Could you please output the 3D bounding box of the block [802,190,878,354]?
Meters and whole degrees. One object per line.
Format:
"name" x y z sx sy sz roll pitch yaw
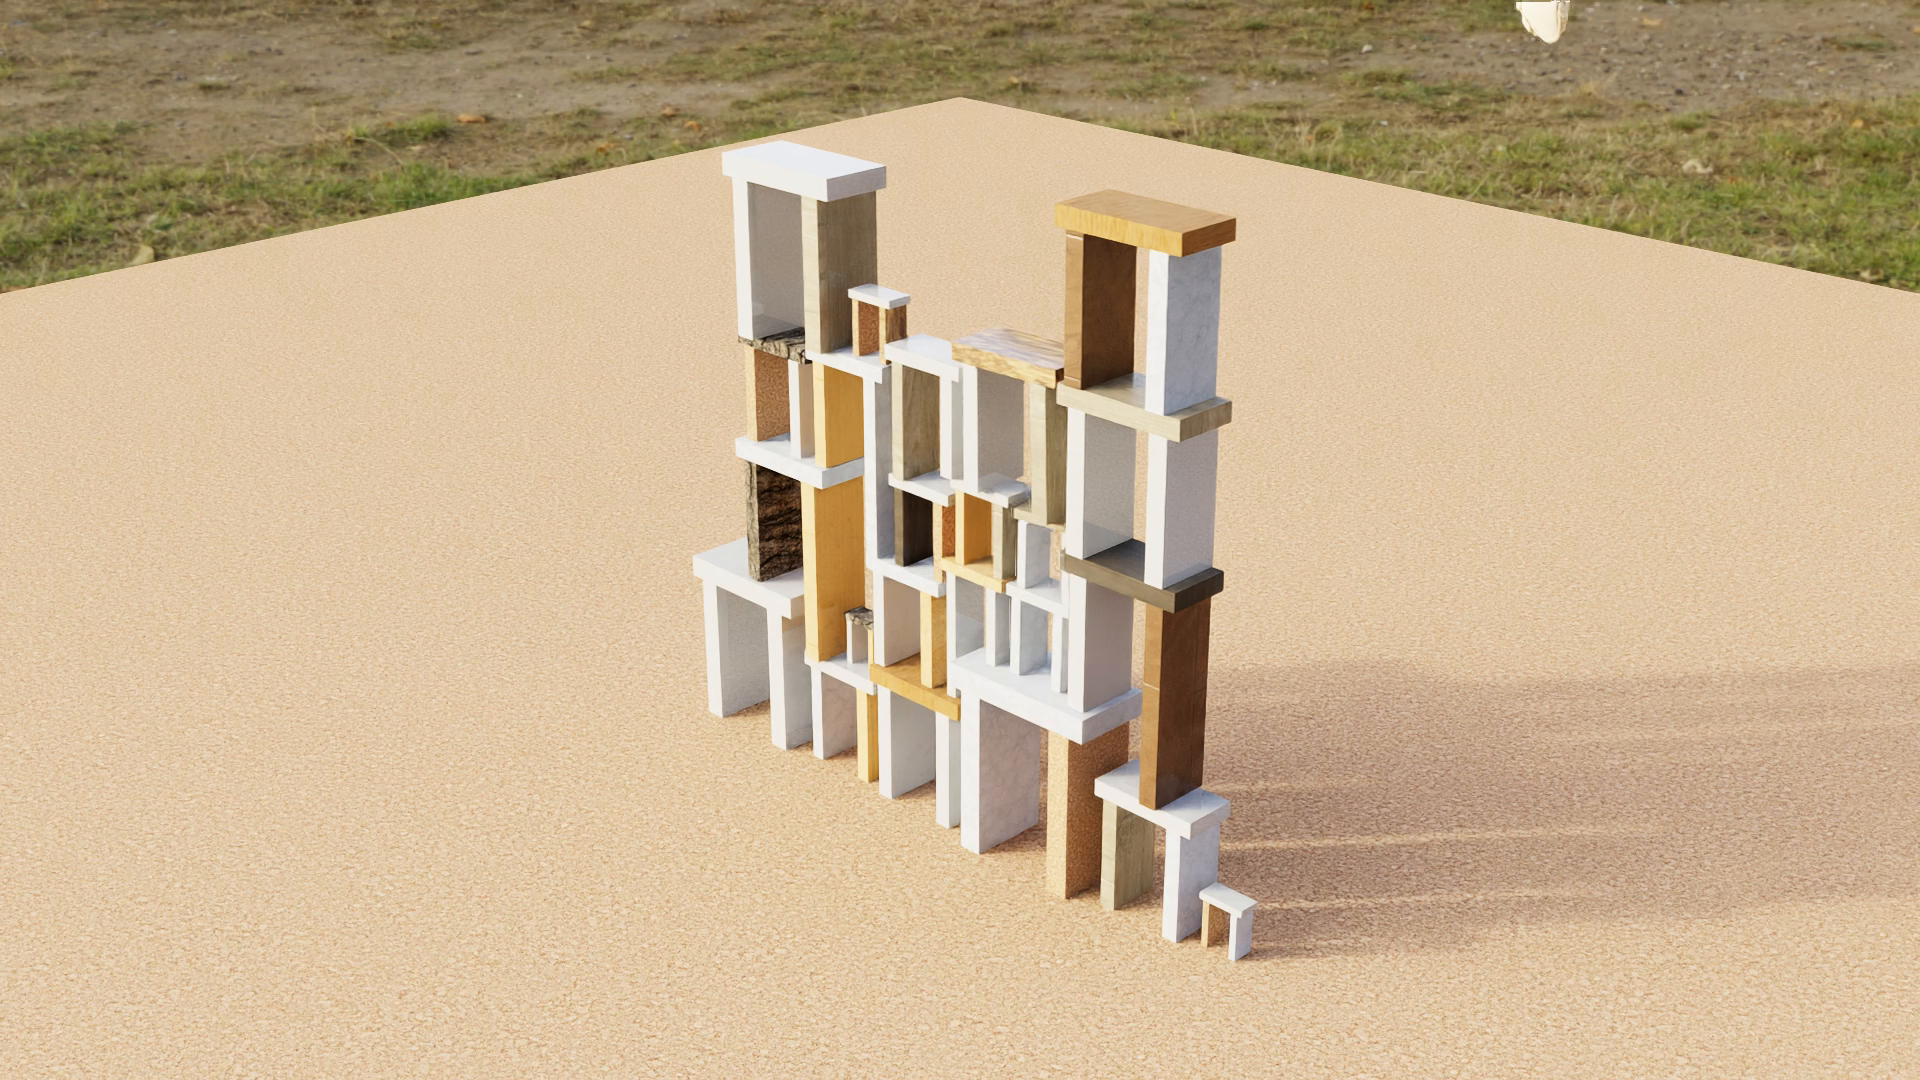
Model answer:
"block" -0.230 -0.526 4.252 0.043 0.306 0.153 21 31 41

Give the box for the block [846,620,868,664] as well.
"block" -0.211 0.203 4.543 0.048 0.096 0.014 -21 31 -41

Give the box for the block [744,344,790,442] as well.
"block" -0.391 -0.312 4.518 0.029 0.203 0.102 21 31 41

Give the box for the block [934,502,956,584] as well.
"block" -0.014 -0.006 4.237 0.023 0.163 0.081 21 31 41

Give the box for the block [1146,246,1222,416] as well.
"block" 0.372 -0.358 3.658 0.139 0.277 0.039 -22 31 -40

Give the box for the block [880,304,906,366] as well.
"block" -0.127 -0.394 4.188 0.057 0.113 0.016 -21 31 -40

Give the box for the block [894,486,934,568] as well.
"block" -0.090 -0.036 4.308 0.081 0.163 0.023 -21 31 -41

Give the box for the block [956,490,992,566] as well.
"block" 0.026 -0.034 4.181 0.021 0.150 0.075 21 31 41

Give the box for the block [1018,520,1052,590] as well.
"block" 0.138 0.016 4.081 0.020 0.138 0.069 23 33 39

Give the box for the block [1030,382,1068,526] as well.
"block" 0.181 -0.170 3.954 0.035 0.264 0.124 18 30 39

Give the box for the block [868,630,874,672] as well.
"block" -0.165 0.221 4.501 0.048 0.096 0.014 -21 31 -41

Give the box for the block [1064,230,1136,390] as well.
"block" 0.241 -0.409 3.779 0.139 0.277 0.039 -22 31 -40

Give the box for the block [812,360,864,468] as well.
"block" -0.239 -0.262 4.380 0.109 0.219 0.031 -21 31 -41

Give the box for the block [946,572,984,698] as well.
"block" 0.011 0.174 4.279 0.023 0.264 0.080 21 31 41

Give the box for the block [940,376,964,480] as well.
"block" 0.009 -0.221 4.121 0.028 0.197 0.099 21 31 41

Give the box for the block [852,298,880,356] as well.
"block" -0.180 -0.415 4.238 0.016 0.113 0.057 22 31 40

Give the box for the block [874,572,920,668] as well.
"block" -0.126 0.144 4.426 0.029 0.203 0.102 21 31 41

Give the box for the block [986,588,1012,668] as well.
"block" 0.086 0.155 4.190 0.023 0.159 0.080 21 31 41

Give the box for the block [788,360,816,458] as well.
"block" -0.295 -0.275 4.430 0.102 0.203 0.029 -21 31 -40

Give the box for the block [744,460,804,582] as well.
"block" -0.385 -0.057 4.617 0.038 0.267 0.134 21 31 41

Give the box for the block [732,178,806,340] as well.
"block" -0.374 -0.574 4.388 0.153 0.323 0.043 -21 31 -41

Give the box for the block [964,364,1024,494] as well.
"block" 0.063 -0.222 4.058 0.124 0.247 0.035 -22 31 -40

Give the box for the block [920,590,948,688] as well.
"block" -0.030 0.182 4.338 0.029 0.203 0.102 21 31 41

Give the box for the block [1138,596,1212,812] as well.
"block" 0.384 0.280 3.925 0.134 0.399 0.038 -21 31 -41

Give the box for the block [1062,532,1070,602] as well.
"block" 0.214 0.039 4.027 0.020 0.138 0.069 16 29 35

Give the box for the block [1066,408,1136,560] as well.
"block" 0.251 -0.117 3.900 0.138 0.276 0.039 -22 31 -40

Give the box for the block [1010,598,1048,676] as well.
"block" 0.132 0.170 4.155 0.022 0.158 0.079 22 32 40

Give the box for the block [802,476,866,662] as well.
"block" -0.259 0.049 4.526 0.134 0.393 0.038 -21 31 -41

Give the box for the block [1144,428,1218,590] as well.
"block" 0.381 -0.067 3.780 0.138 0.276 0.039 -22 31 -40

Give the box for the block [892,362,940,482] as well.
"block" -0.084 -0.239 4.214 0.099 0.237 0.028 -21 31 -41

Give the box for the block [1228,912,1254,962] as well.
"block" 0.507 0.708 3.969 0.014 0.095 0.048 21 31 41

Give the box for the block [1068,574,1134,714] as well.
"block" 0.258 0.170 4.016 0.134 0.267 0.038 -21 31 -41

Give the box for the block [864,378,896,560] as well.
"block" -0.136 -0.151 4.315 0.031 0.371 0.109 21 31 41

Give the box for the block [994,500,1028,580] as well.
"block" 0.097 -0.007 4.116 0.075 0.150 0.021 -21 31 -40

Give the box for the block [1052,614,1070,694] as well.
"block" 0.206 0.199 4.087 0.079 0.157 0.022 -22 32 -41
